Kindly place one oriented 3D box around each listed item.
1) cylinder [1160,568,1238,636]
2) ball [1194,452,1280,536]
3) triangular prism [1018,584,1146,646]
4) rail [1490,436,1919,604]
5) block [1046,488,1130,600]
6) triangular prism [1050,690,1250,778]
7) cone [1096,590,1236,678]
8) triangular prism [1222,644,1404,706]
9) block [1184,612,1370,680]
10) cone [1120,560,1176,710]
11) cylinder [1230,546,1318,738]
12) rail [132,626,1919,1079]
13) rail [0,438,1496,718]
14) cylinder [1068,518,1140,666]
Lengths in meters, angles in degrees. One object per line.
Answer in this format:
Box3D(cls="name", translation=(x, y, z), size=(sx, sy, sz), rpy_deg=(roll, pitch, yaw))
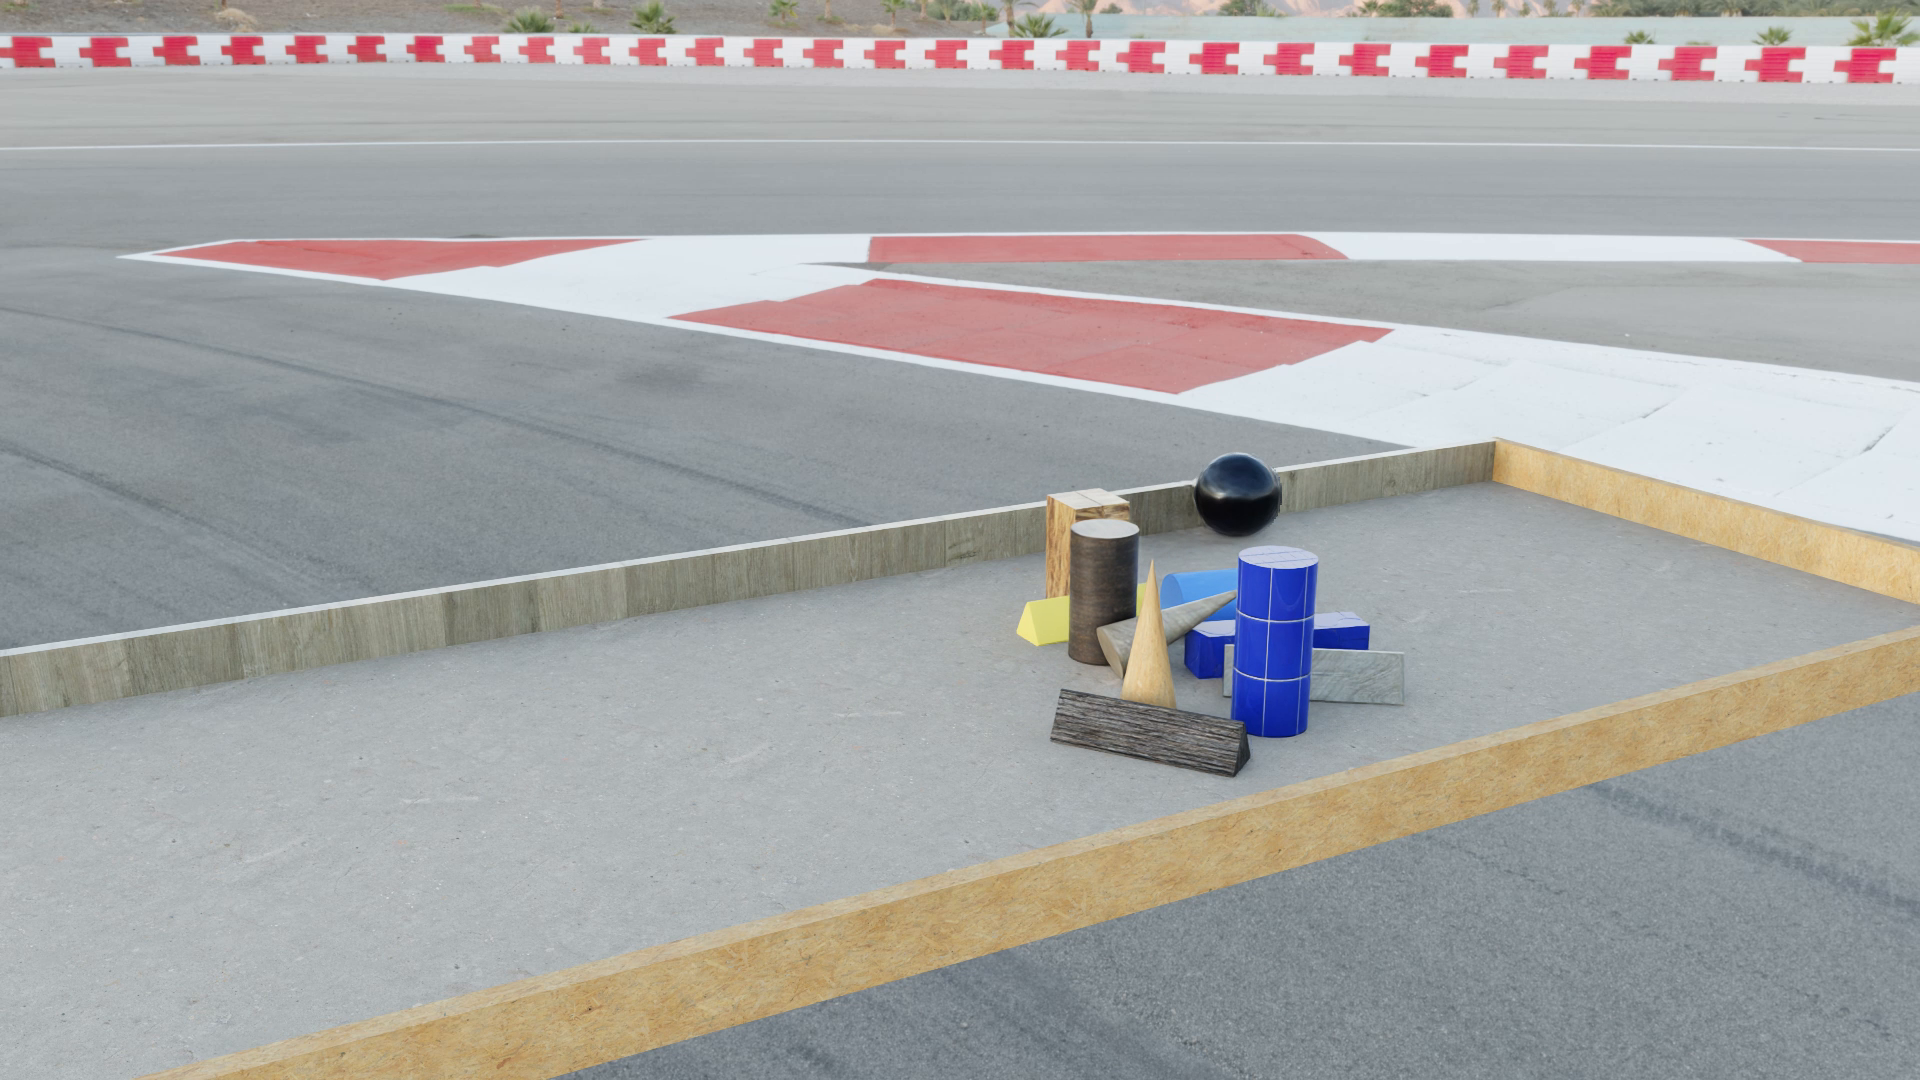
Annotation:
Box3D(cls="cylinder", translation=(0.738, 0.163, 4.500), size=(0.344, 0.169, 0.169), rpy_deg=(-4, 17, -15))
Box3D(cls="ball", translation=(0.901, -0.148, 5.368), size=(0.276, 0.276, 0.276), rpy_deg=(0, 16, 0))
Box3D(cls="triangular prism", translation=(0.359, 0.191, 4.510), size=(0.397, 0.104, 0.120), rpy_deg=(-8, 18, -25))
Box3D(cls="rail", translation=(2.466, -0.048, 5.253), size=(0.050, 0.150, 2.100), rpy_deg=(-9, 18, -27))
Box3D(cls="block", translation=(0.357, 0.040, 4.642), size=(0.169, 0.325, 0.169), rpy_deg=(-8, 18, -23))
Box3D(cls="triangular prism", translation=(0.428, 0.422, 3.720), size=(0.436, 0.107, 0.123), rpy_deg=(8, 18, 26))
Box3D(cls="cone", translation=(0.566, 0.199, 4.183), size=(0.420, 0.142, 0.142), rpy_deg=(-24, 21, -9))
Box3D(cls="triangular prism", translation=(0.868, 0.320, 4.058), size=(0.432, 0.112, 0.129), rpy_deg=(2, 17, 7))
Box3D(cls="block", translation=(0.814, 0.269, 4.240), size=(0.456, 0.112, 0.112), rpy_deg=(-3, 17, -11))
Box3D(cls="cone", translation=(0.440, 0.236, 3.824), size=(0.153, 0.410, 0.153), rpy_deg=(0, 16, 0))
Box3D(cls="cylinder", translation=(0.728, 0.235, 3.827), size=(0.180, 0.410, 0.180), rpy_deg=(0, 16, 0))
Box3D(cls="rail", translation=(-2.336, 1.006, 1.665), size=(12.000, 0.150, 0.050), rpy_deg=(-9, 18, -27))
Box3D(cls="rail", translation=(-3.305, 0.497, 3.399), size=(12.000, 0.150, 0.050), rpy_deg=(-9, 18, -27))
Box3D(cls="cylinder", translation=(0.372, 0.135, 4.283), size=(0.176, 0.345, 0.176), rpy_deg=(0, 17, 0))
